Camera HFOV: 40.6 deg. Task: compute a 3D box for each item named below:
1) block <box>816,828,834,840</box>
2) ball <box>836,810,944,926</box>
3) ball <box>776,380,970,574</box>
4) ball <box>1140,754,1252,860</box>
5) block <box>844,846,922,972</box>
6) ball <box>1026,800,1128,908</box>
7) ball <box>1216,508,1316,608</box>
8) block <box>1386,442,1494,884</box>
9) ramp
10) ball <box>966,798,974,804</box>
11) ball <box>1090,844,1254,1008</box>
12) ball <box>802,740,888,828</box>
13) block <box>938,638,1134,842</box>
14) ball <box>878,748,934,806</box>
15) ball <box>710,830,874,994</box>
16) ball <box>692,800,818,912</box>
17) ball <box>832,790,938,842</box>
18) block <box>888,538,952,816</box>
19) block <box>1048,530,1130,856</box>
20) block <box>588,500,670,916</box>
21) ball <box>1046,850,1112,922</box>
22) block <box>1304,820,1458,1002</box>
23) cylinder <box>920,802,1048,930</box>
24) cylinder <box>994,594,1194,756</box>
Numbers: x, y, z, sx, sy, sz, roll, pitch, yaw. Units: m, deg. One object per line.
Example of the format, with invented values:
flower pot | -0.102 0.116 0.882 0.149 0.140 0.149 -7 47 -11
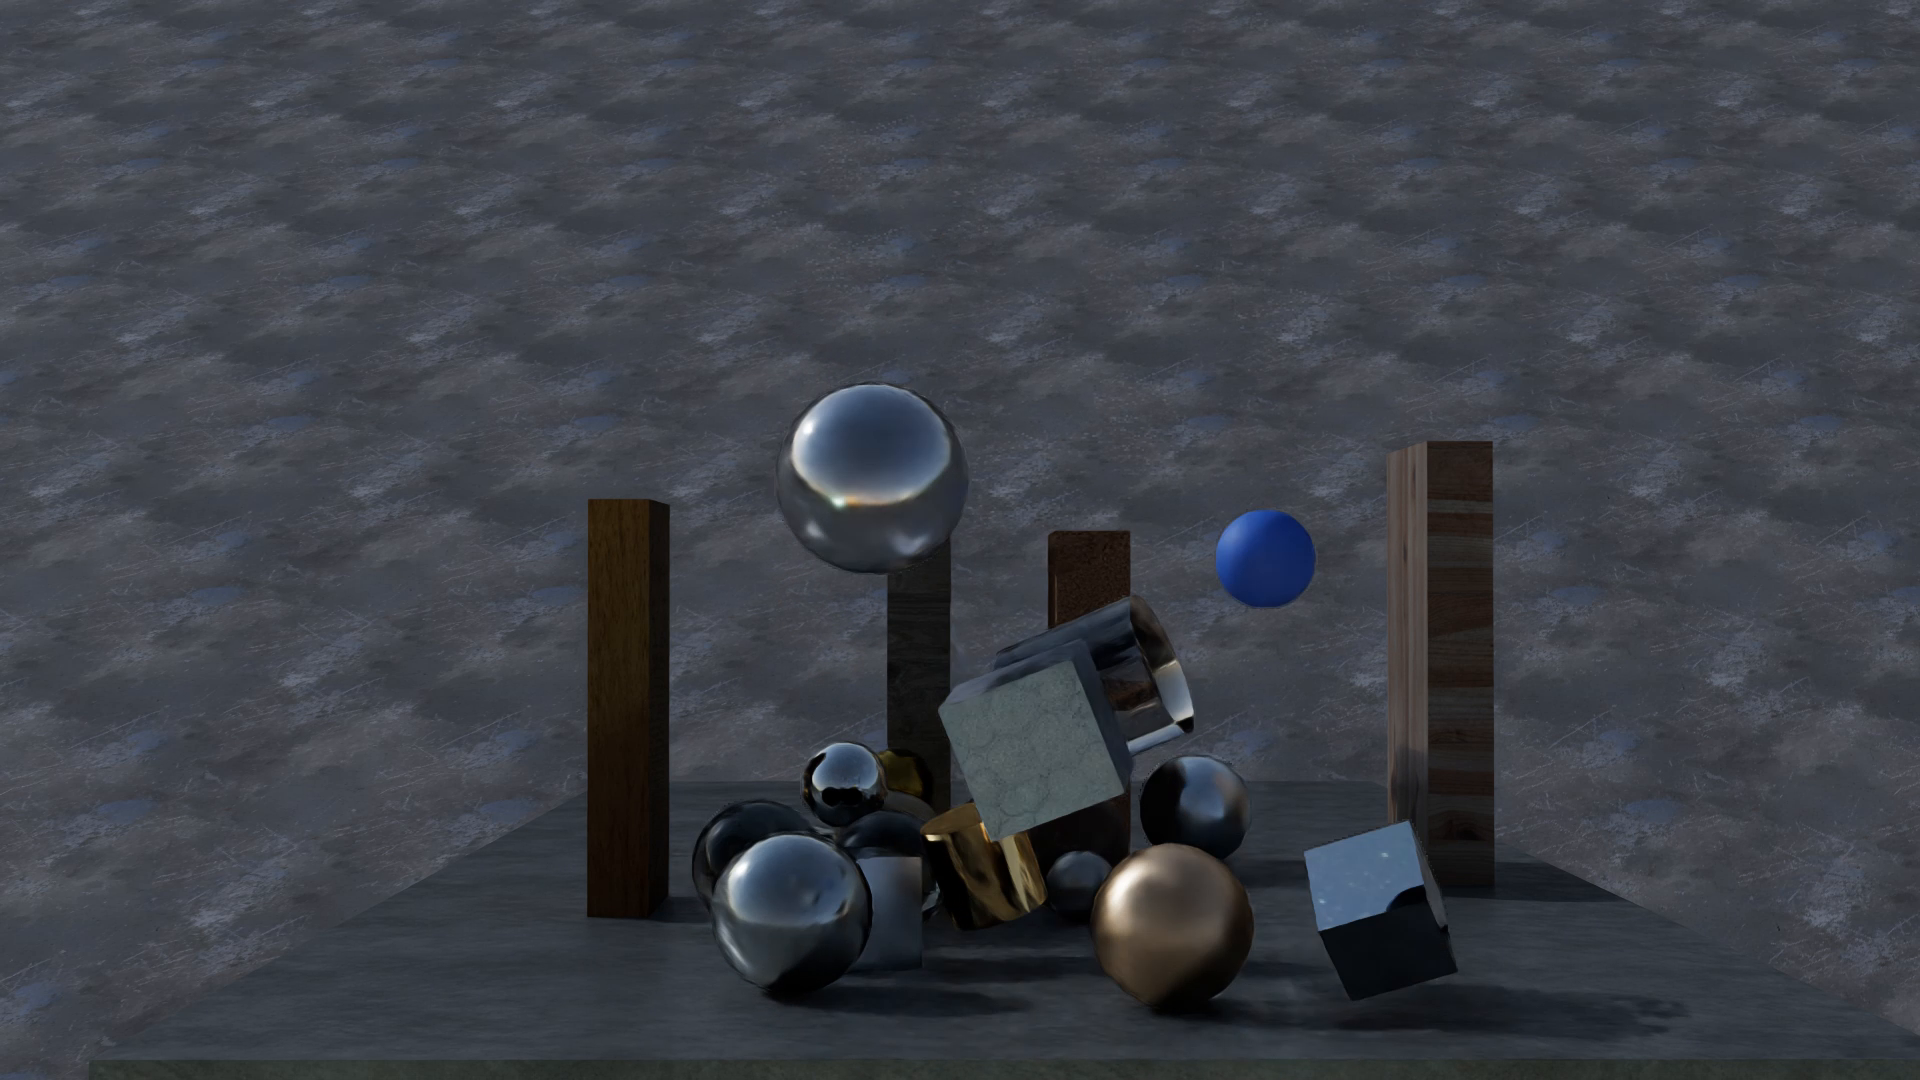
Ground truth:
block | -0.245 0.523 4.147 0.112 0.112 0.112 1 -1 -37
ball | -0.102 0.481 3.755 0.181 0.181 0.181 0 33 0
ball | -0.092 -0.065 2.725 0.204 0.204 0.204 0 33 0
ball | 0.426 0.488 4.686 0.203 0.203 0.203 0 33 0
block | -0.145 0.492 3.462 0.148 0.148 0.148 0 -1 -19
ball | 0.164 0.477 4.070 0.200 0.200 0.200 0 33 0
ball | 0.352 0.021 2.992 0.115 0.115 0.115 0 33 0
block | 0.848 0.212 4.601 0.112 0.751 0.415 0 -1 0
ramp | 0.073 0.640 4.756 2.000 0.100 4.000 0 -1 0
ball | 0.065 0.529 4.862 0.127 0.127 0.127 0 33 0
ball | 0.253 0.461 3.104 0.195 0.195 0.195 0 33 0
ball | -0.176 0.373 3.961 0.134 0.134 0.134 0 33 0
block | 0.081 0.206 2.698 0.147 0.147 0.147 -21 3 9
ball | -0.113 0.436 4.587 0.135 0.135 0.135 0 33 0
ball | -0.208 0.460 3.212 0.202 0.202 0.202 0 33 0
ball | -0.292 0.474 3.767 0.195 0.195 0.195 0 33 0
ball | -0.110 0.485 4.064 0.185 0.185 0.185 0 33 0
block | -0.074 0.200 4.858 0.114 0.784 0.399 0 -1 0
block | 0.231 0.288 4.710 0.128 0.603 0.433 0 -1 0
block | -0.522 0.259 4.104 0.094 0.638 0.277 0 -1 0
ball | 0.182 0.520 3.899 0.108 0.108 0.108 0 33 0
block | 0.497 0.439 3.065 0.130 0.130 0.130 -19 36 13
cylinder | 0.032 0.435 3.495 0.138 0.138 0.138 -18 7 2
cylinder | 0.176 0.197 3.377 0.194 0.194 0.194 -24 29 16
